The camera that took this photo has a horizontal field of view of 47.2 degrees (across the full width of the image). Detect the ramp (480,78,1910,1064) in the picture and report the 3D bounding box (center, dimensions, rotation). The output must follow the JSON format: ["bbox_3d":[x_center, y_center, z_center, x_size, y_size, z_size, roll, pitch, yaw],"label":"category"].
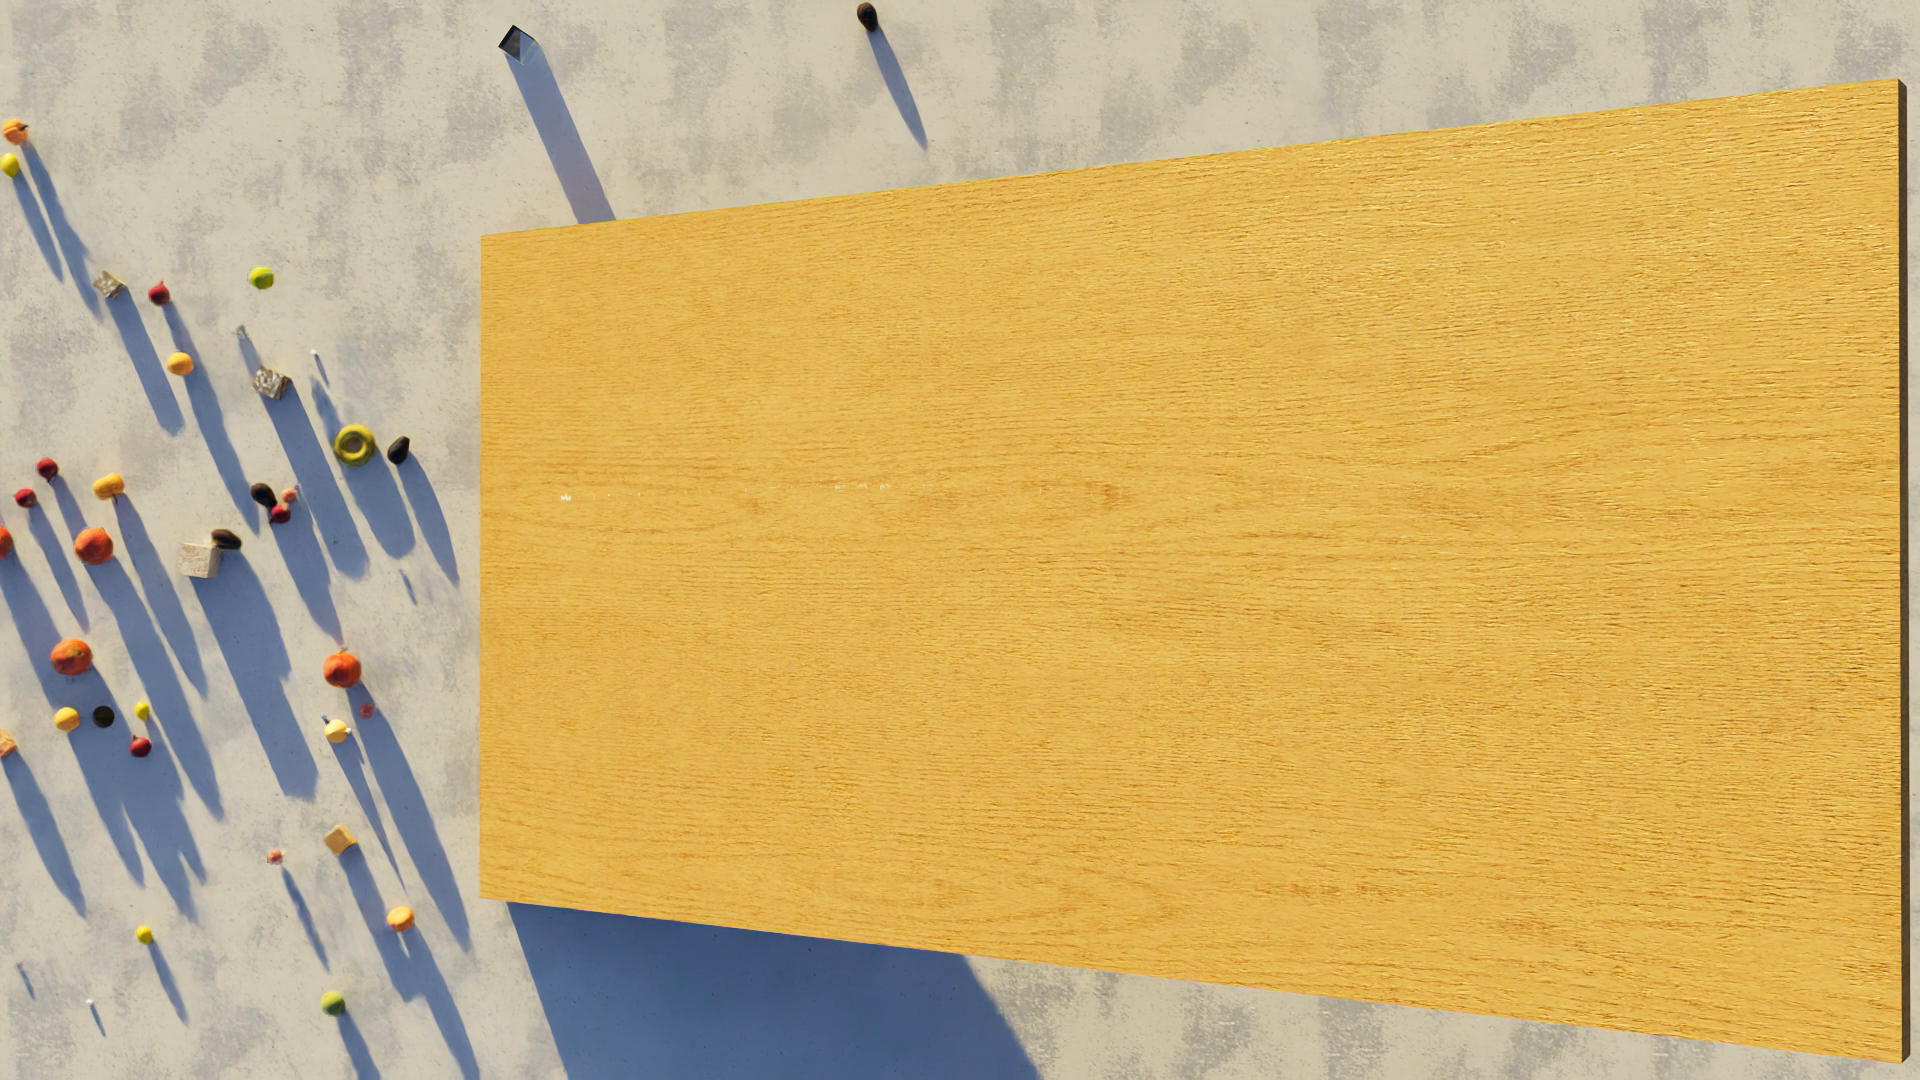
[{"bbox_3d":[0.256,0.070,5.591,4.000,0.100,2.000,0,89,33],"label":"ramp"}]

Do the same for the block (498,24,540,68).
[{"bbox_3d":[-1.342,-1.504,6.696,0.081,0.081,0.081,34,90,0],"label":"block"}]

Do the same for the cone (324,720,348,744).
[{"bbox_3d":[-1.906,0.585,6.682,0.072,0.072,0.072,0,90,0],"label":"cone"}]

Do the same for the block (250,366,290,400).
[{"bbox_3d":[-2.097,-0.478,6.690,0.076,0.076,0.076,26,90,0],"label":"block"}]

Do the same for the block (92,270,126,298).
[{"bbox_3d":[-2.592,-0.778,6.701,0.058,0.058,0.058,40,90,0],"label":"block"}]

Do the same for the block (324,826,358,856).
[{"bbox_3d":[-1.885,0.914,6.685,0.062,0.062,0.062,-38,90,0],"label":"block"}]

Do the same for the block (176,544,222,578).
[{"bbox_3d":[-2.310,0.063,6.676,0.093,0.093,0.093,8,90,0],"label":"block"}]

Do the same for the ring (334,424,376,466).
[{"bbox_3d":[-1.844,-0.287,6.705,0.128,0.043,0.128,0,91,-1],"label":"ring"}]

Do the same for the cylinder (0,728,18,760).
[{"bbox_3d":[-2.915,0.620,6.683,0.070,0.070,0.070,-43,90,0],"label":"cylinder"}]

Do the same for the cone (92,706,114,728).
[{"bbox_3d":[-2.617,0.540,6.685,0.067,0.067,0.067,0,90,0],"label":"cone"}]
